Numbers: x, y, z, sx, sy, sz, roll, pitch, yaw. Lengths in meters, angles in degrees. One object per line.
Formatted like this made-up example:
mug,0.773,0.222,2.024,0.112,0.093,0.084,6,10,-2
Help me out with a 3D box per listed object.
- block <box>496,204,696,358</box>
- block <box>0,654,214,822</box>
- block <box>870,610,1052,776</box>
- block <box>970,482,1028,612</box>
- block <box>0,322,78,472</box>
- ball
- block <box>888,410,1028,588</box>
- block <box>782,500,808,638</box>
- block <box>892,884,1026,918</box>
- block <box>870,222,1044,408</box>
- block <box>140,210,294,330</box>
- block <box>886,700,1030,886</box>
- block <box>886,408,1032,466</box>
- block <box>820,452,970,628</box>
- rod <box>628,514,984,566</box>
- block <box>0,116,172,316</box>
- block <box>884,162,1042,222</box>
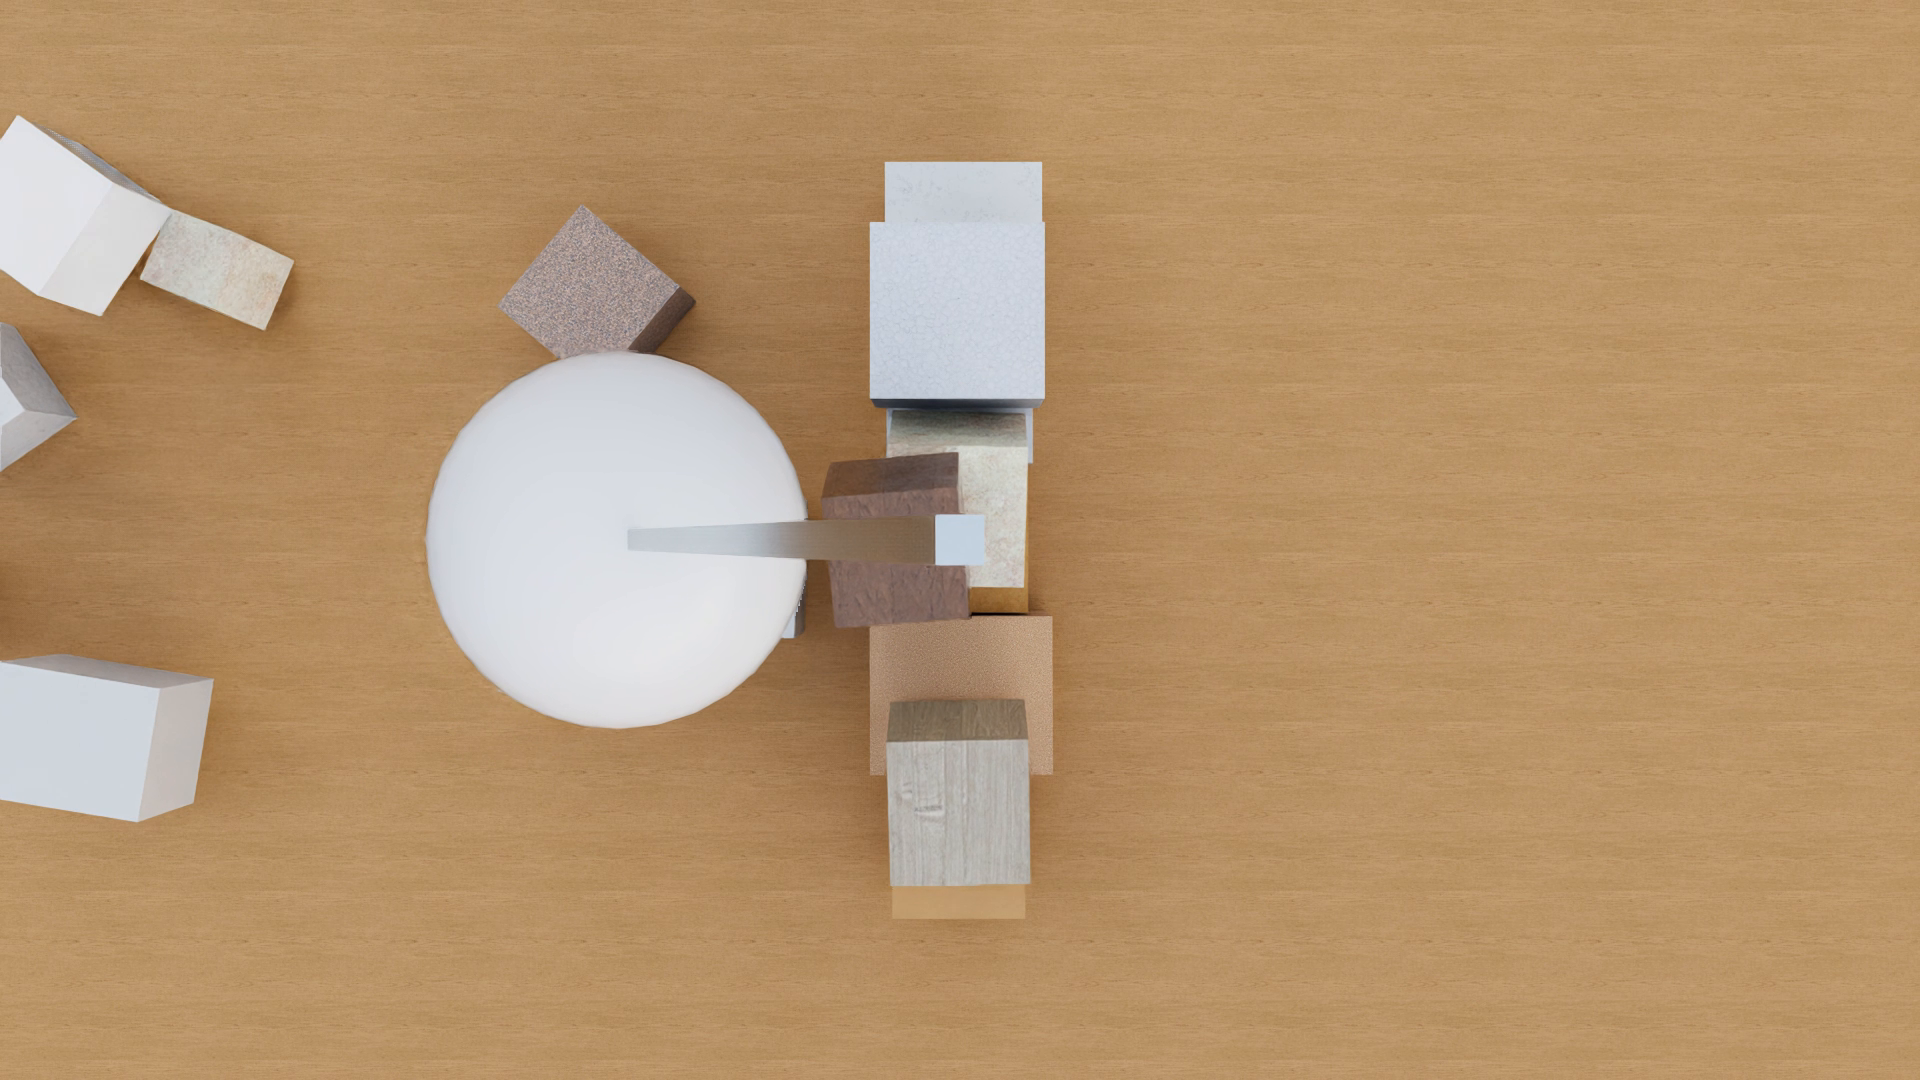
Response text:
block,-2.067,-1.356,12.610,0.711,0.780,0.740,40,90,0
block,-4.920,1.113,12.559,0.910,0.881,0.745,9,90,0
block,0.007,0.856,12.536,1.005,0.929,0.869,0,90,0
block,-0.006,-0.005,12.640,0.773,0.721,0.821,0,90,0
block,-5.687,-0.802,12.628,0.684,0.743,0.669,-35,90,0
ball,-1.439,0.000,9.303,1.600,1.600,1.600,0,90,0
block,-0.017,-0.230,11.822,0.725,0.716,0.766,1,108,0
block,-1.291,0.147,12.593,0.765,0.814,0.776,1,90,0
block,-0.006,1.696,12.585,0.736,0.831,0.801,0,90,0
block,-0.013,-1.181,11.724,0.899,0.828,0.907,0,90,0
block,-4.275,-1.555,12.666,0.551,0.484,0.441,21,87,21
block,-0.006,1.336,11.714,0.729,0.719,0.787,-1,102,0
block,-0.002,-0.834,12.569,0.806,0.862,0.817,0,90,0
block,-0.313,-0.008,11.174,0.671,0.656,0.681,-5,107,2
rod,-0.624,0.000,6.002,0.080,5.200,0.080,0,90,-14
block,-5.009,-1.794,12.244,0.686,0.670,0.734,35,91,8
block,0.020,-1.674,12.595,0.871,0.810,0.844,0,90,0
